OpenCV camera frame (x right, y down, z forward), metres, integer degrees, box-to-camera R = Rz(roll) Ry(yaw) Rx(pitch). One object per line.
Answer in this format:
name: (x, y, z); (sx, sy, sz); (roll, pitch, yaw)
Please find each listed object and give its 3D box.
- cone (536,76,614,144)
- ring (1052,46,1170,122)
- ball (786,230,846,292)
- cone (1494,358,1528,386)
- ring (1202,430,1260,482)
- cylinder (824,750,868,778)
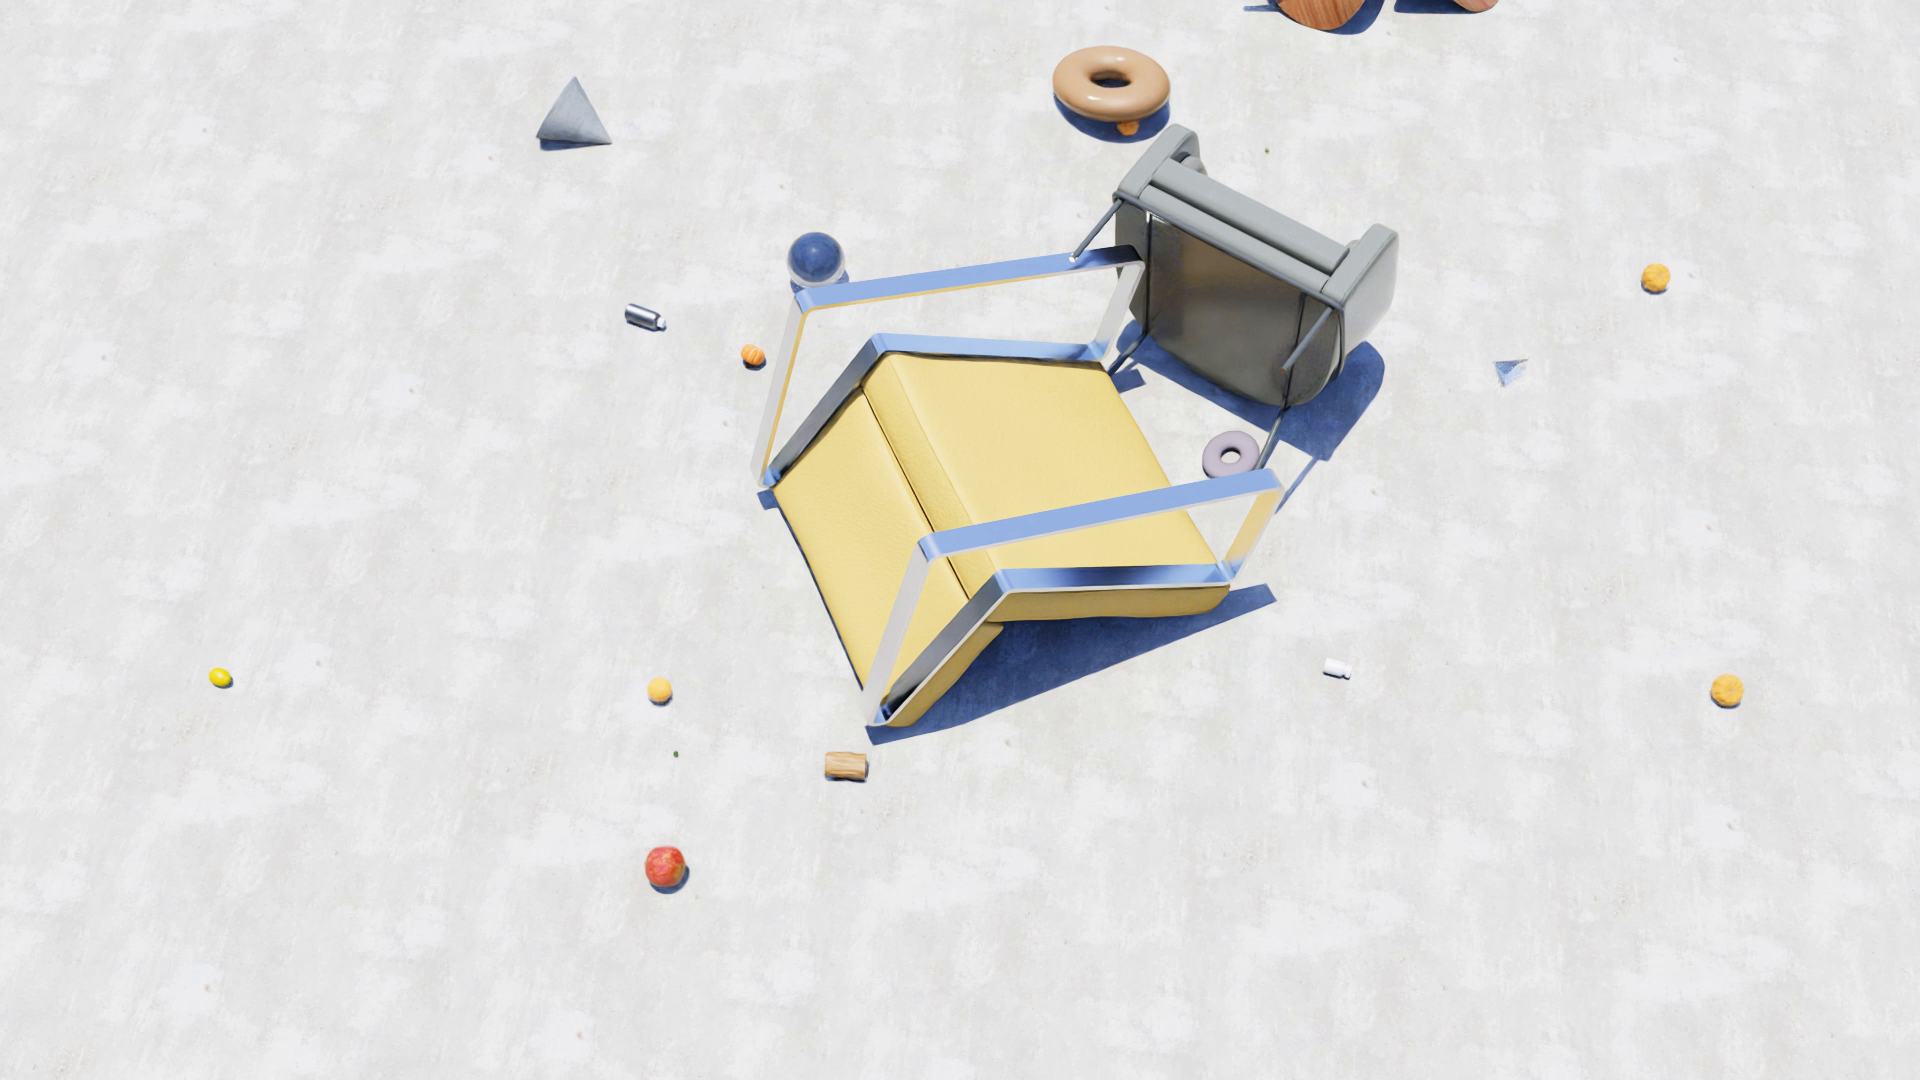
cone: (-1.273, -1.406, 7.459); (0.228, 0.213, 0.255); (32, 70, -9)
ring: (0.517, -1.562, 7.524); (0.373, 0.105, 0.441); (-33, 50, -26)
ball: (-0.463, -0.895, 7.058); (0.193, 0.193, 0.193); (0, 56, 0)
cone: (1.715, -0.545, 6.925); (0.128, 0.050, 0.087); (-41, 49, -19)
ring: (0.828, -0.257, 6.721); (0.165, 0.042, 0.200); (33, 63, 21)
cylinder: (-0.317, 0.624, 6.113); (0.112, 0.068, 0.074); (4, 27, 3)
